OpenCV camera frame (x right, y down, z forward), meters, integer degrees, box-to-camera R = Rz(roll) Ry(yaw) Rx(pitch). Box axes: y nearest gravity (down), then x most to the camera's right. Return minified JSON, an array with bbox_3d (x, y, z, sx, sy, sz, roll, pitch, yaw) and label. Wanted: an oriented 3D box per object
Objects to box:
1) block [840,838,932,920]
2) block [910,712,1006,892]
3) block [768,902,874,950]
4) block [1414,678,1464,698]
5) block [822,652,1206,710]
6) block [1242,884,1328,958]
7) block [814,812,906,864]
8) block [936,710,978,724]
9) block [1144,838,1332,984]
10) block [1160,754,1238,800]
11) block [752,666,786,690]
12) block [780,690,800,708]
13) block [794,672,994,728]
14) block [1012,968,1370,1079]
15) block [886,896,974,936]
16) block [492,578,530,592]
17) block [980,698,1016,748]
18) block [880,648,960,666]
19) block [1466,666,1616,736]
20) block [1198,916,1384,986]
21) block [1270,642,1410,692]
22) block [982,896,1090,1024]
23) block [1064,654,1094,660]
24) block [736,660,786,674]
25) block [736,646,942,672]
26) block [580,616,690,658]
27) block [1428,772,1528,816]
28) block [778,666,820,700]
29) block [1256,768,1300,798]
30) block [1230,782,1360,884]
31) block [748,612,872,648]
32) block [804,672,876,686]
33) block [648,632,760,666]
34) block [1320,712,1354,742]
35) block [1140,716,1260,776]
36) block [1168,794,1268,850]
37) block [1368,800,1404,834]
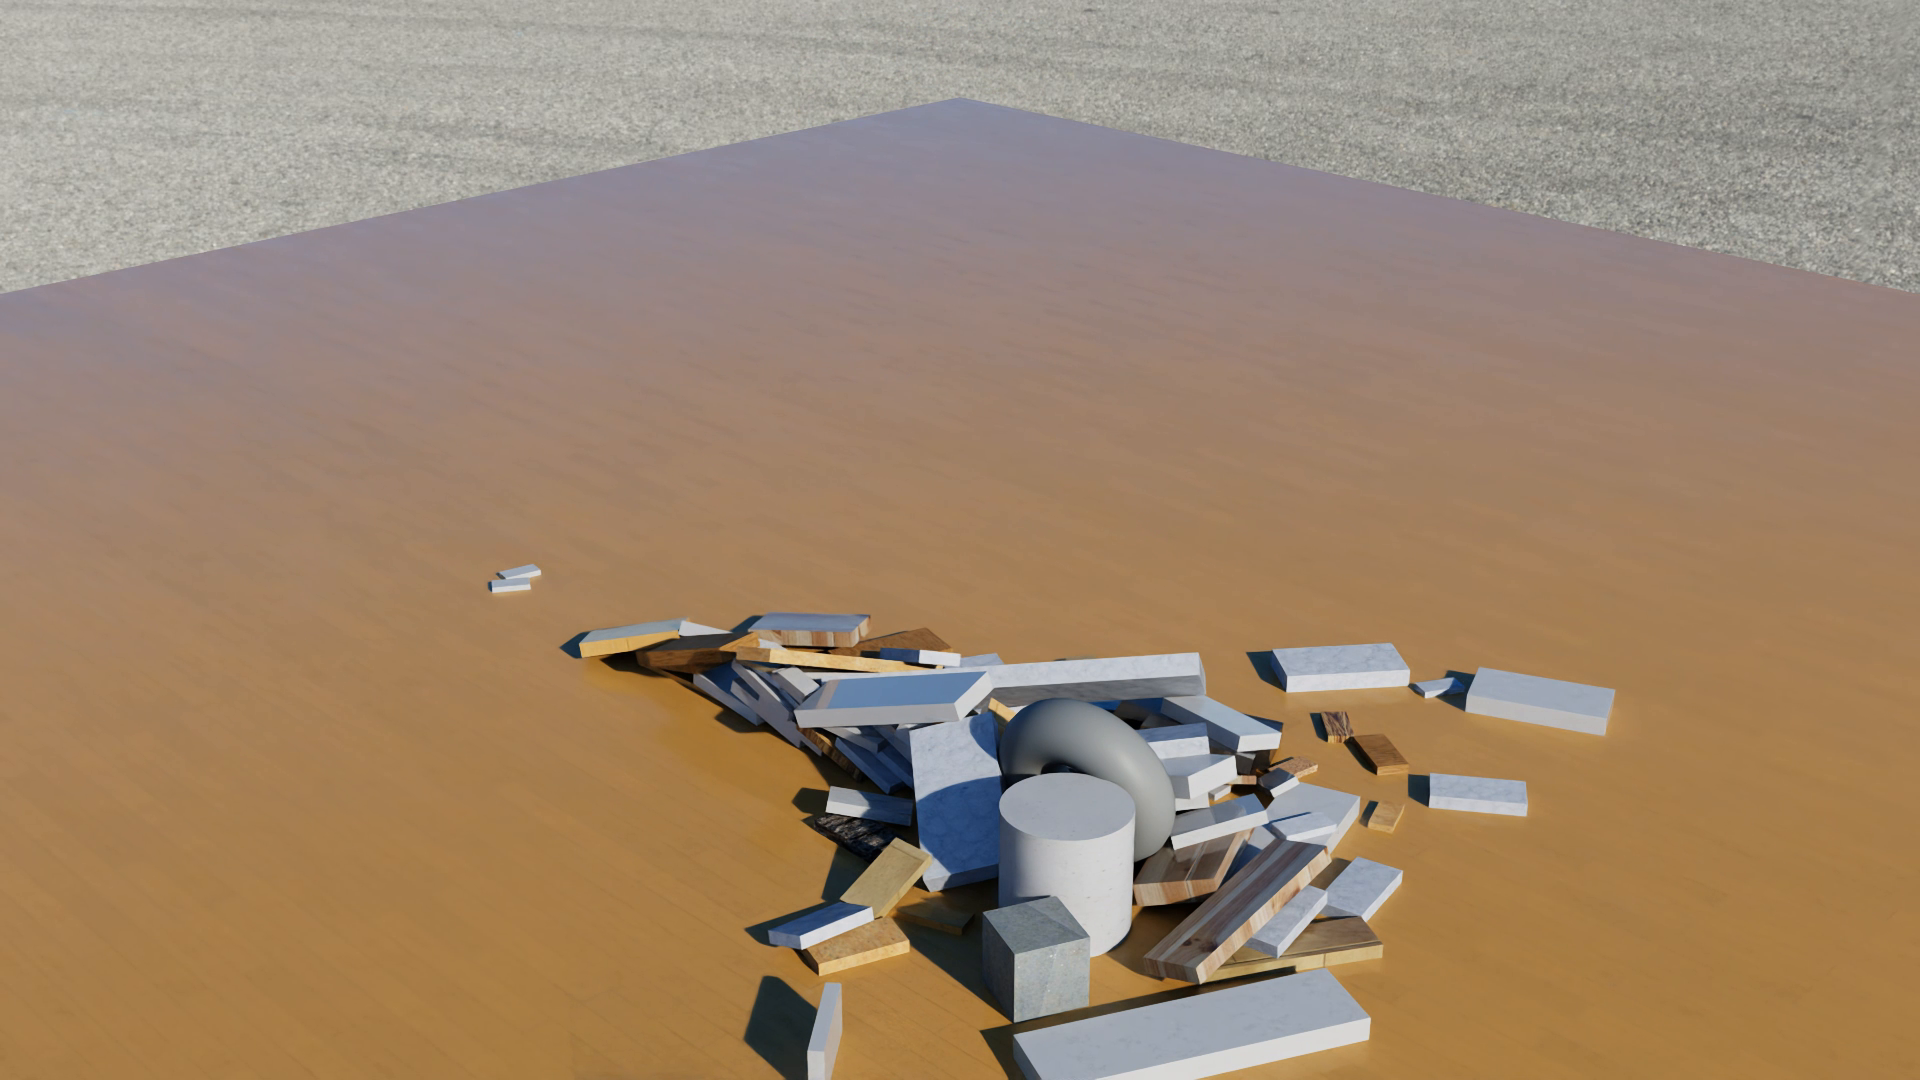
[{"bbox_3d":[-0.138,0.640,4.132,0.085,0.024,0.170,23,53,32],"label":"block"},{"bbox_3d":[0.003,0.504,4.256,0.170,0.048,0.340,-14,51,9],"label":"block"},{"bbox_3d":[-0.253,0.703,4.015,0.089,0.025,0.177,-1,10,45],"label":"block"},{"bbox_3d":[1.081,0.333,4.959,0.099,0.014,0.050,-7,24,-16],"label":"block"},{"bbox_3d":[0.115,0.311,4.700,0.805,0.048,0.170,-4,-19,10],"label":"block"},{"bbox_3d":[0.584,0.687,4.013,0.094,0.027,0.189,16,34,33],"label":"block"},{"bbox_3d":[-0.199,0.583,4.355,0.089,0.025,0.177,-20,30,-38],"label":"block"},{"bbox_3d":[0.040,0.399,4.460,0.170,0.024,0.085,35,37,9],"label":"block"},{"bbox_3d":[0.508,0.669,3.995,0.119,0.034,0.424,2,26,45],"label":"block"},{"bbox_3d":[0.369,0.460,4.352,0.319,0.045,0.159,-1,10,42],"label":"block"},{"bbox_3d":[-0.399,0.282,4.734,0.058,0.016,0.115,-17,36,-39],"label":"block"},{"bbox_3d":[-0.328,0.344,4.688,0.058,0.016,0.115,-17,45,-38],"label":"block"},{"bbox_3d":[-0.138,0.326,4.485,0.397,0.040,0.142,-5,21,33],"label":"block"},{"bbox_3d":[0.393,0.841,3.720,0.589,0.045,0.159,-8,24,-18],"label":"block"},{"bbox_3d":[-0.078,0.694,4.106,0.206,0.016,0.057,10,25,23],"label":"block"},{"bbox_3d":[-1.119,0.112,5.480,0.093,0.013,0.046,-5,24,-12],"label":"block"},{"bbox_3d":[0.151,0.439,4.443,0.268,0.035,0.125,33,39,-12],"label":"block"},{"bbox_3d":[-0.091,0.262,4.928,0.100,0.028,0.201,7,-4,-27],"label":"block"},{"bbox_3d":[1.285,0.356,4.868,0.300,0.042,0.150,9,25,20],"label":"block"},{"bbox_3d":[0.582,0.742,3.977,0.352,0.027,0.097,-6,24,-13],"label":"block"},{"bbox_3d":[0.867,0.291,5.024,0.283,0.040,0.142,-3,23,-6],"label":"block"},{"bbox_3d":[0.132,0.734,3.850,0.142,0.142,0.142,-9,25,-20],"label":"block"},{"bbox_3d":[0.292,0.303,5.022,0.069,0.020,0.138,-6,24,-14],"label":"block"},{"bbox_3d":[-0.429,0.261,4.734,0.095,0.014,0.048,16,29,16],"label":"block"},{"bbox_3d":[-0.254,0.267,4.794,0.100,0.028,0.546,2,-5,41],"label":"block"},{"bbox_3d":[-0.753,0.225,5.110,0.236,0.033,0.118,-8,12,8],"label":"block"},{"bbox_3d":[1.059,0.520,4.499,0.194,0.027,0.097,4,23,10],"label":"block"},{"bbox_3d":[-0.339,0.302,4.649,0.048,0.014,0.095,-17,39,-39],"label":"block"},{"bbox_3d":[0.646,0.495,4.494,0.060,0.017,0.121,-28,7,-6],"label":"block"},{"bbox_3d":[0.636,0.600,4.292,0.150,0.042,0.449,12,26,26],"label":"block"},{"bbox_3d":[-0.353,0.210,5.169,0.258,0.037,0.129,1,17,18],"label":"block"},{"bbox_3d":[-0.215,0.318,4.885,0.258,0.037,0.129,0,-8,1],"label":"block"},{"bbox_3d":[-0.567,0.241,4.860,0.236,0.033,0.118,-6,12,41],"label":"block"},{"bbox_3d":[0.820,0.407,4.782,0.057,0.016,0.113,0,23,0],"label":"block"},{"bbox_3d":[0.492,0.422,4.532,0.239,0.034,0.119,16,9,12],"label":"block"},{"bbox_3d":[0.492,0.543,4.248,0.189,0.027,0.094,-16,15,-2],"label":"block"},{"bbox_3d":[0.859,0.557,4.431,0.050,0.014,0.099,10,25,22],"label":"block"}]
